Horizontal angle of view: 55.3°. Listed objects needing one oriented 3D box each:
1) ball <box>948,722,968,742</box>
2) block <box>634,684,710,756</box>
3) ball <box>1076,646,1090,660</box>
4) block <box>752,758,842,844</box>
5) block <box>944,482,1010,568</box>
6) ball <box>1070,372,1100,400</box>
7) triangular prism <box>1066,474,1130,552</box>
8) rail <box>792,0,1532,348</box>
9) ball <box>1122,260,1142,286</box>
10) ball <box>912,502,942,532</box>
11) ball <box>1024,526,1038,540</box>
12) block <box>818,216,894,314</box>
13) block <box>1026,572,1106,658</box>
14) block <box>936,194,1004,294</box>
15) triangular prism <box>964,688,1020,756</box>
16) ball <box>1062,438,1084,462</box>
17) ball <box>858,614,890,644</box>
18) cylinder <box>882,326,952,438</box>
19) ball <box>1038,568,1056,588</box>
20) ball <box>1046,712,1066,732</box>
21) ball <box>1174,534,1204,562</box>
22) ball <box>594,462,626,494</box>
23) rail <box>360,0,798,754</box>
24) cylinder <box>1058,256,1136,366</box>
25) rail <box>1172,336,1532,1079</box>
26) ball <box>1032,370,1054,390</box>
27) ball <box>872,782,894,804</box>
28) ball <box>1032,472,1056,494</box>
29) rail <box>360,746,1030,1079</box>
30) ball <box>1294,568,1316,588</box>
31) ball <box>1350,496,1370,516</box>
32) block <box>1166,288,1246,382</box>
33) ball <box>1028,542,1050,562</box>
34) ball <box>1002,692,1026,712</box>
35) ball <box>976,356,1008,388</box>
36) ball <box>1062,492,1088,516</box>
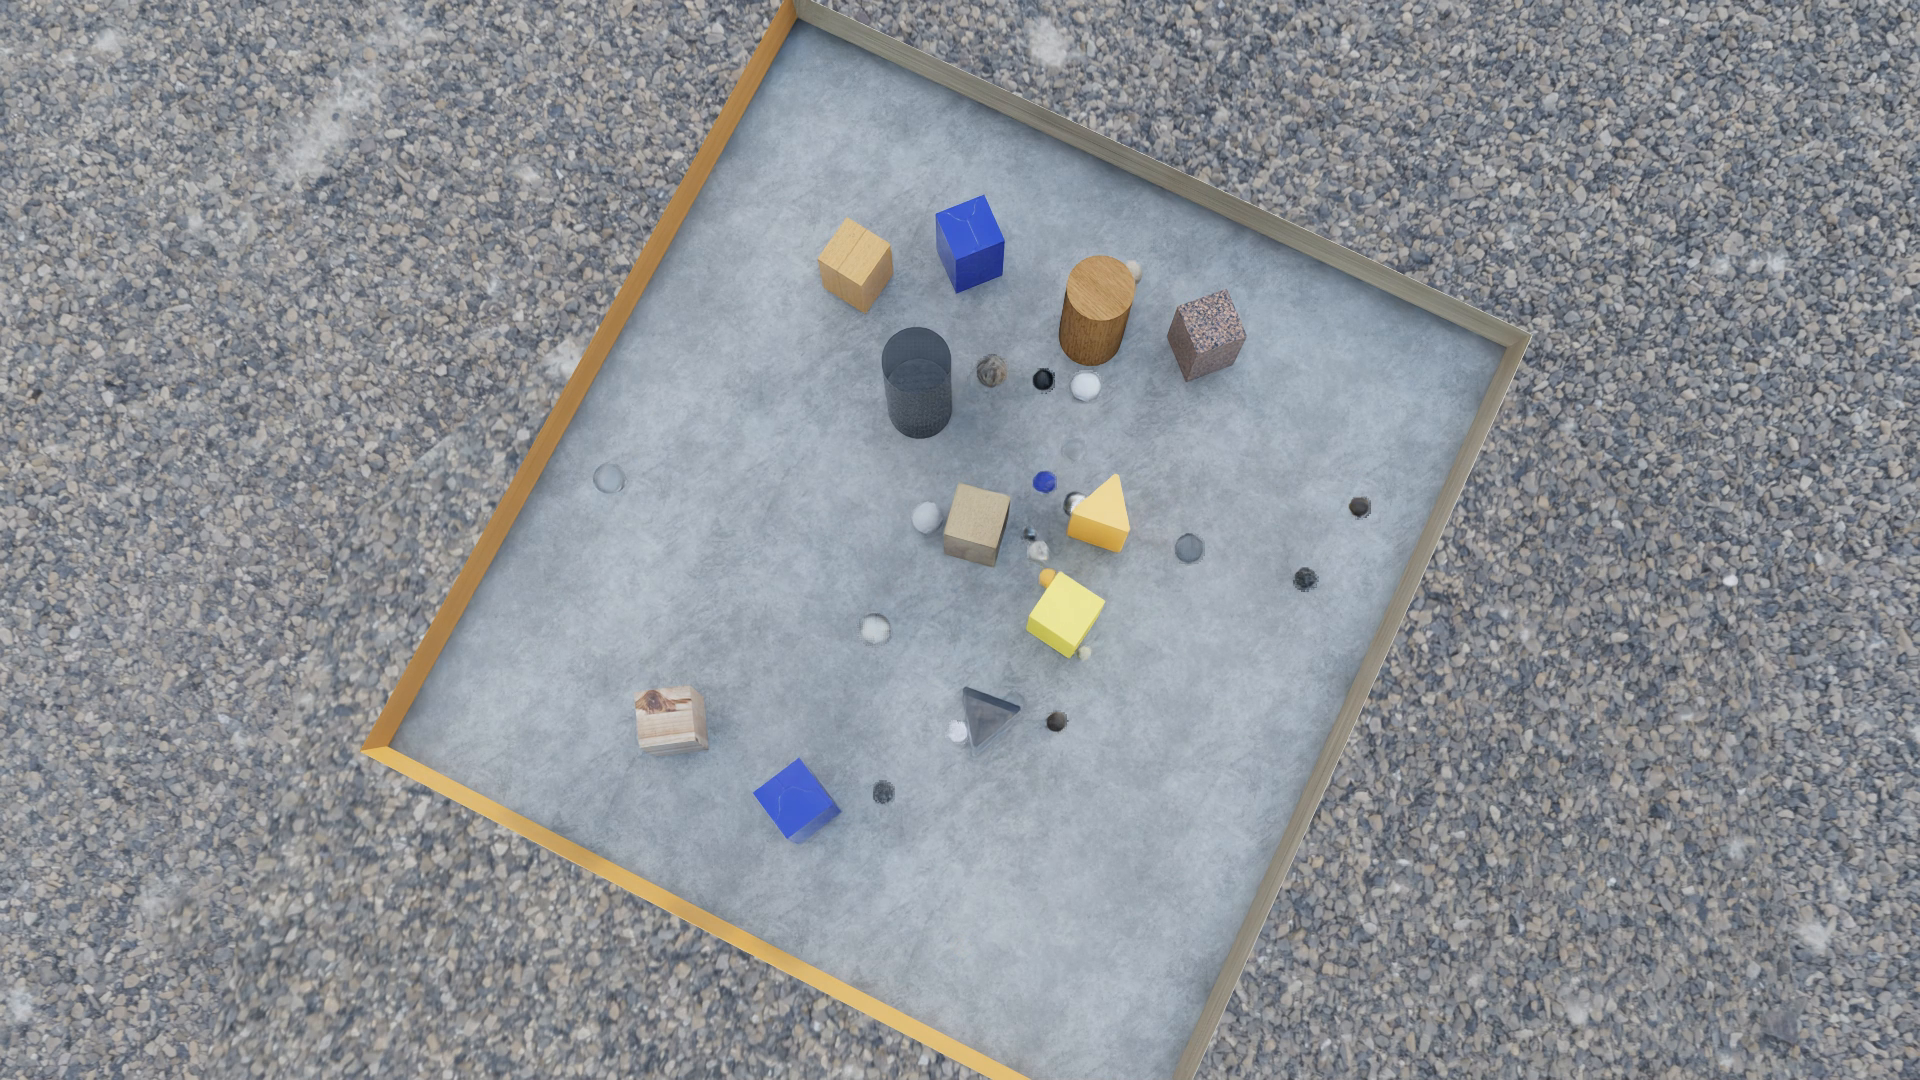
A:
[{"bbox_3d":[-0.007,0.572,5.467,0.061,0.061,0.061,0,78,0],"label":"ball"},{"bbox_3d":[-0.840,0.531,5.356,0.160,0.294,0.160,-7,78,-2],"label":"block"},{"bbox_3d":[0.372,0.342,5.524,0.043,0.043,0.043,0,78,0],"label":"ball"},{"bbox_3d":[-0.462,0.754,5.259,0.160,0.395,0.160,-37,81,-7],"label":"block"},{"bbox_3d":[0.050,-0.041,5.471,0.160,0.302,0.160,16,79,3],"label":"block"},{"bbox_3d":[0.388,-0.475,5.669,0.090,0.090,0.090,0,78,0],"label":"ball"},{"bbox_3d":[0.433,-0.091,5.475,0.173,0.315,0.150,19,79,4],"label":"triangular prism"},{"bbox_3d":[0.596,-1.159,5.789,2.572,0.130,0.045,26,80,5],"label":"rail"},{"bbox_3d":[0.530,-0.833,5.747,0.083,0.083,0.083,0,78,0],"label":"ball"},{"bbox_3d":[-0.100,-0.068,5.583,0.093,0.093,0.093,0,78,0],"label":"ball"},{"bbox_3d":[0.215,-0.020,5.598,0.045,0.045,0.045,0,78,0],"label":"ball"},{"bbox_3d":[-0.320,-0.845,5.659,0.160,0.260,0.160,33,80,6],"label":"block"},{"bbox_3d":[0.311,0.225,5.435,0.160,0.265,0.160,34,80,7],"label":"block"},{"bbox_3d":[0.030,-0.909,5.651,0.160,0.302,0.160,-22,79,-5],"label":"block"},{"bbox_3d":[0.059,0.506,5.355,0.173,0.307,0.150,-39,81,-7],"label":"triangular prism"},{"bbox_3d":[0.350,-0.277,5.639,0.069,0.069,0.069,0,78,0],"label":"ball"},{"bbox_3d":[-0.256,0.267,5.513,0.095,0.095,0.095,0,78,0],"label":"ball"},{"bbox_3d":[-0.124,-0.461,5.459,0.199,0.496,0.199,0,78,0],"label":"cylinder"},{"bbox_3d":[0.267,0.117,5.562,0.060,0.060,0.060,0,78,0],"label":"ball"},{"bbox_3d":[0.288,0.544,5.475,0.058,0.058,0.058,0,78,0],"label":"ball"},{"bbox_3d":[0.695,0.026,5.567,0.087,0.087,0.087,0,78,0],"label":"ball"},{"bbox_3d":[-1.071,-0.189,5.605,0.100,0.100,0.100,0,78,0],"label":"ball"},{"bbox_3d":[-1.129,-0.546,5.662,0.045,0.130,2.711,26,80,5],"label":"rail"},{"bbox_3d":[0.409,-0.686,5.532,0.199,0.444,0.199,0,78,0],"label":"cylinder"},{"bbox_3d":[1.129,0.560,5.434,0.045,0.130,2.711,26,80,5],"label":"rail"},{"bbox_3d":[0.259,-0.496,5.686,0.066,0.066,0.066,0,78,0],"label":"ball"},{"bbox_3d":[-0.229,0.750,5.429,0.064,0.064,0.064,0,78,0],"label":"ball"},{"bbox_3d":[0.258,-0.175,5.618,0.069,0.069,0.069,0,78,0],"label":"ball"},{"bbox_3d":[-0.596,1.173,5.307,2.572,0.130,0.045,26,80,5],"label":"rail"},{"bbox_3d":[1.048,0.116,5.560,0.064,0.064,0.064,0,78,0],"label":"ball"},{"bbox_3d":[1.222,-0.102,5.607,0.061,0.061,0.061,0,78,0],"label":"ball"},{"bbox_3d":[0.751,-0.622,5.597,0.160,0.290,0.160,-20,79,-4],"label":"block"},{"bbox_3d":[0.240,0.035,5.577,0.063,0.063,0.063,0,78,0],"label":"ball"},{"bbox_3d":[0.161,0.488,5.481,0.068,0.068,0.068,0,78,0],"label":"ball"},{"bbox_3d":[0.098,-0.521,5.676,0.095,0.095,0.095,0,78,0],"label":"ball"},{"bbox_3d":[0.355,-0.108,5.597,0.082,0.082,0.082,0,78,0],"label":"ball"}]
